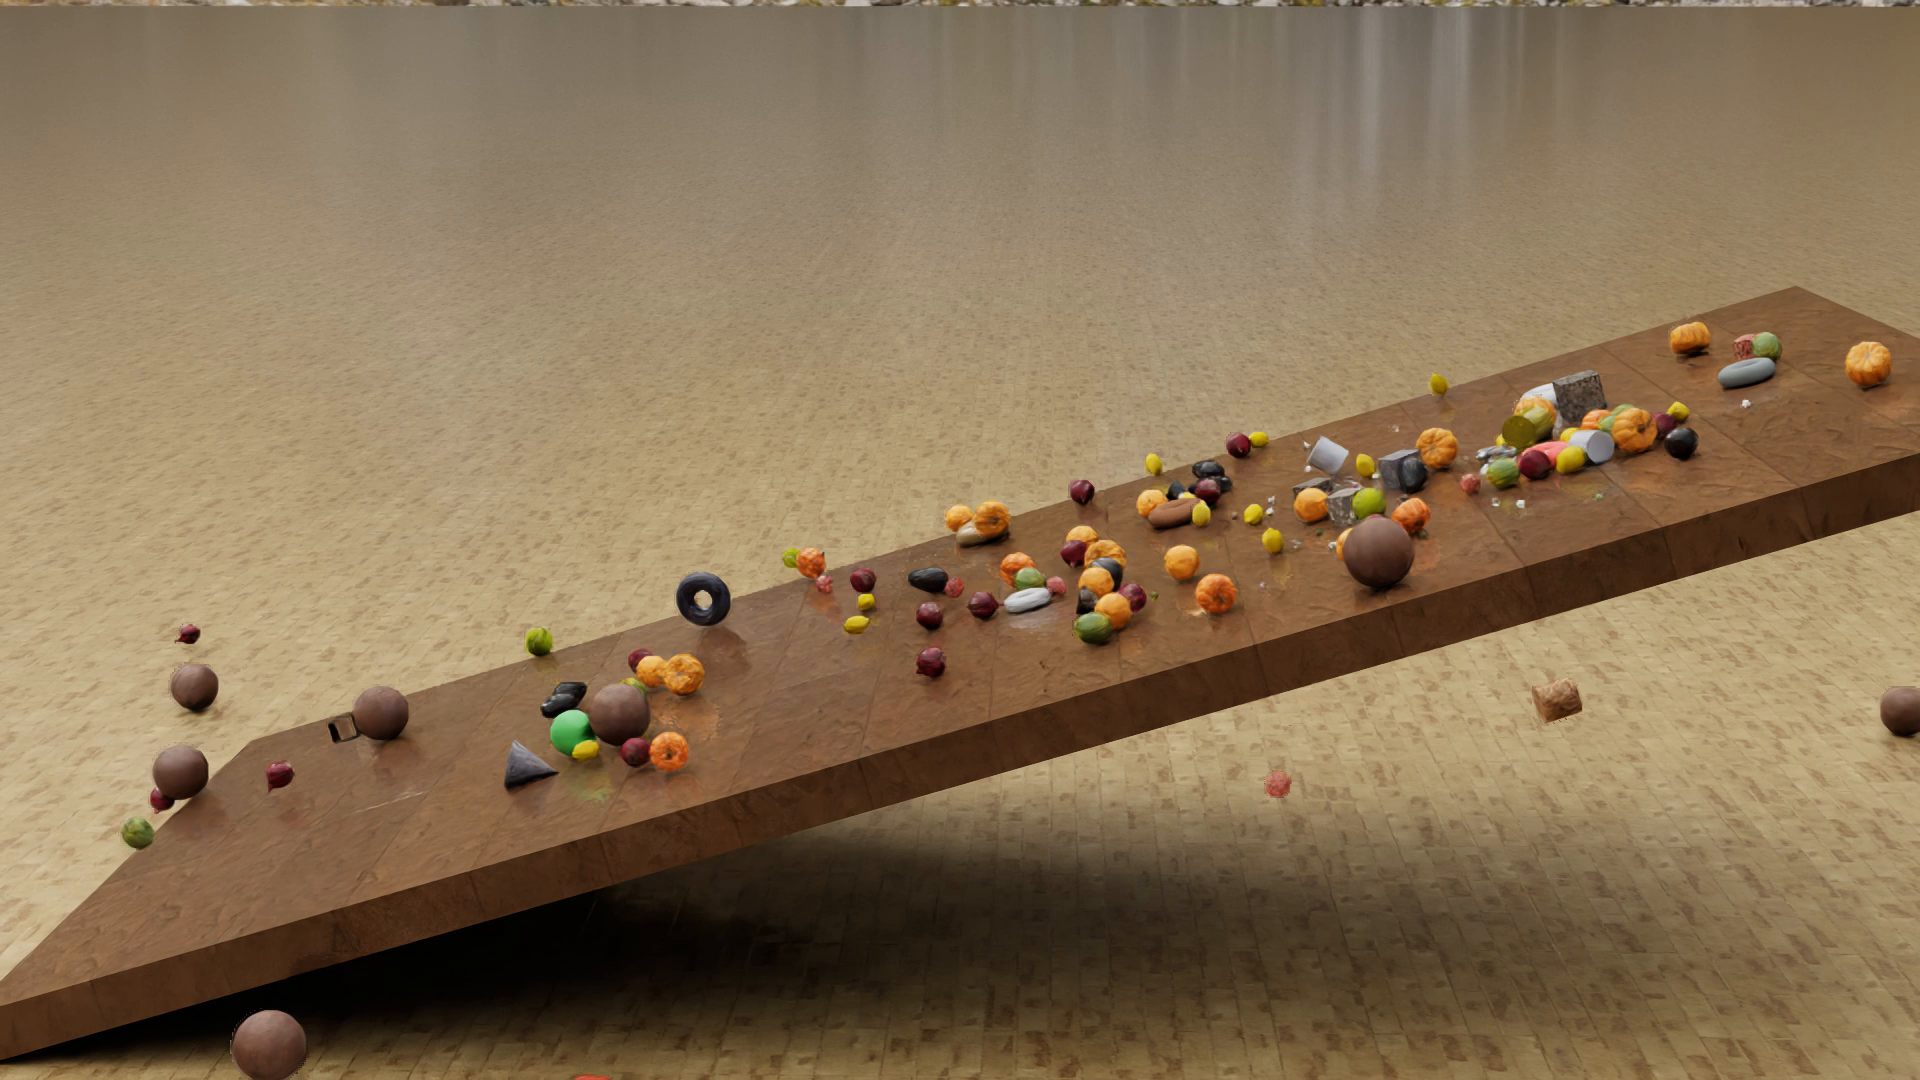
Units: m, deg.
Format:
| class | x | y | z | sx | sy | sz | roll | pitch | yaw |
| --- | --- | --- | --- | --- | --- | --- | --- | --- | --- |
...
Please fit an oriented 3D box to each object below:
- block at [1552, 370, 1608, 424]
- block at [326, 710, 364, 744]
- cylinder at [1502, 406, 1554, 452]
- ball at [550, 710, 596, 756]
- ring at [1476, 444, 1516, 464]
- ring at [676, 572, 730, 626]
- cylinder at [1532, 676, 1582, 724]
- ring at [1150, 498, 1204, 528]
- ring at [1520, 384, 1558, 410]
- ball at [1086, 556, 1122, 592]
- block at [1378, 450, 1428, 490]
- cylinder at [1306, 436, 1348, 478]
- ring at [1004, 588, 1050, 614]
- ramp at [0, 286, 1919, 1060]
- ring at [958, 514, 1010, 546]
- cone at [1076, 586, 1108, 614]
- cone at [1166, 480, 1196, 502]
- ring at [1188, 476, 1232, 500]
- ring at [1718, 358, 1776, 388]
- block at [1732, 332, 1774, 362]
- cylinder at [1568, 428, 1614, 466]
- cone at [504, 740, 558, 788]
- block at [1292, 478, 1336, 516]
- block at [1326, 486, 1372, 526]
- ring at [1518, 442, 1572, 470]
| class | x | y | z | sx | sy | sz | roll | pitch | yaw |
| --- | --- | --- | --- | --- | --- | --- | --- | --- | --- |
| block | 1.343 | -0.311 | 6.370 | 0.086 | 0.086 | 0.086 | -17 | 10 | 2 |
| block | -1.477 | 0.451 | 7.075 | 0.056 | 0.056 | 0.056 | -13 | 11 | 21 |
| cylinder | 1.200 | -0.235 | 6.211 | 0.080 | 0.080 | 0.080 | 8 | 22 | 35 |
| ball | -0.801 | 0.400 | 6.097 | 0.096 | 0.096 | 0.096 | 0 | 11 | 0 |
| ring | 1.127 | -0.181 | 6.183 | 0.087 | 0.029 | 0.087 | -11 | 5 | 1 |
| ring | -0.613 | 0.142 | 7.036 | 0.136 | 0.136 | 0.045 | 2 | 18 | 12 |
| cylinder | 1.565 | 0.420 | 7.705 | 0.098 | 0.098 | 0.098 | -18 | 12 | -1 |
| ring | 0.486 | -0.061 | 6.584 | 0.128 | 0.043 | 0.128 | -16 | 10 | 3 |
| ring | 1.320 | -0.320 | 6.573 | 0.136 | 0.045 | 0.136 | -16 | 9 | 3 |
| ball | 0.300 | 0.071 | 6.086 | 0.074 | 0.074 | 0.074 | 0 | 11 | 0 |
| block | 0.936 | -0.148 | 6.223 | 0.067 | 0.067 | 0.067 | -21 | 11 | -20 |
| cylinder | 0.817 | -0.185 | 6.540 | 0.068 | 0.068 | 0.068 | 30 | 13 | 1 |
| ring | 0.142 | 0.127 | 6.173 | 0.100 | 0.033 | 0.100 | -16 | 10 | 3 |
| ramp | 0.094 | 0.185 | 6.316 | 4.000 | 0.100 | 2.000 | -16 | 10 | 5 |
| ring | 0.057 | -0.024 | 7.097 | 0.135 | 0.045 | 0.135 | -18 | 11 | 4 |
| cone | 0.274 | 0.128 | 5.959 | 0.061 | 0.061 | 0.061 | 15 | 13 | 7 |
| cone | 0.519 | -0.094 | 6.733 | 0.072 | 0.072 | 0.072 | 17 | 17 | 22 |
| ring | 0.575 | -0.121 | 6.779 | 0.105 | 0.035 | 0.105 | -16 | 11 | 3 |
| ring | 1.658 | -0.353 | 6.198 | 0.120 | 0.040 | 0.120 | -17 | 9 | 3 |
| block | 1.719 | -0.414 | 6.380 | 0.055 | 0.055 | 0.055 | -26 | 13 | -40 |
| cylinder | 1.263 | -0.186 | 5.885 | 0.066 | 0.066 | 0.066 | -5 | 17 | -25 |
| cone | -0.867 | 0.466 | 6.000 | 0.099 | 0.099 | 0.099 | 10 | 11 | 2 |
| block | 0.755 | -0.091 | 6.232 | 0.064 | 0.064 | 0.064 | -22 | 11 | -23 |
| block | 0.799 | -0.069 | 6.041 | 0.061 | 0.061 | 0.061 | -9 | 13 | 40 |
| ring | 1.196 | -0.171 | 5.999 | 0.114 | 0.038 | 0.114 | -16 | 11 | 3 |
